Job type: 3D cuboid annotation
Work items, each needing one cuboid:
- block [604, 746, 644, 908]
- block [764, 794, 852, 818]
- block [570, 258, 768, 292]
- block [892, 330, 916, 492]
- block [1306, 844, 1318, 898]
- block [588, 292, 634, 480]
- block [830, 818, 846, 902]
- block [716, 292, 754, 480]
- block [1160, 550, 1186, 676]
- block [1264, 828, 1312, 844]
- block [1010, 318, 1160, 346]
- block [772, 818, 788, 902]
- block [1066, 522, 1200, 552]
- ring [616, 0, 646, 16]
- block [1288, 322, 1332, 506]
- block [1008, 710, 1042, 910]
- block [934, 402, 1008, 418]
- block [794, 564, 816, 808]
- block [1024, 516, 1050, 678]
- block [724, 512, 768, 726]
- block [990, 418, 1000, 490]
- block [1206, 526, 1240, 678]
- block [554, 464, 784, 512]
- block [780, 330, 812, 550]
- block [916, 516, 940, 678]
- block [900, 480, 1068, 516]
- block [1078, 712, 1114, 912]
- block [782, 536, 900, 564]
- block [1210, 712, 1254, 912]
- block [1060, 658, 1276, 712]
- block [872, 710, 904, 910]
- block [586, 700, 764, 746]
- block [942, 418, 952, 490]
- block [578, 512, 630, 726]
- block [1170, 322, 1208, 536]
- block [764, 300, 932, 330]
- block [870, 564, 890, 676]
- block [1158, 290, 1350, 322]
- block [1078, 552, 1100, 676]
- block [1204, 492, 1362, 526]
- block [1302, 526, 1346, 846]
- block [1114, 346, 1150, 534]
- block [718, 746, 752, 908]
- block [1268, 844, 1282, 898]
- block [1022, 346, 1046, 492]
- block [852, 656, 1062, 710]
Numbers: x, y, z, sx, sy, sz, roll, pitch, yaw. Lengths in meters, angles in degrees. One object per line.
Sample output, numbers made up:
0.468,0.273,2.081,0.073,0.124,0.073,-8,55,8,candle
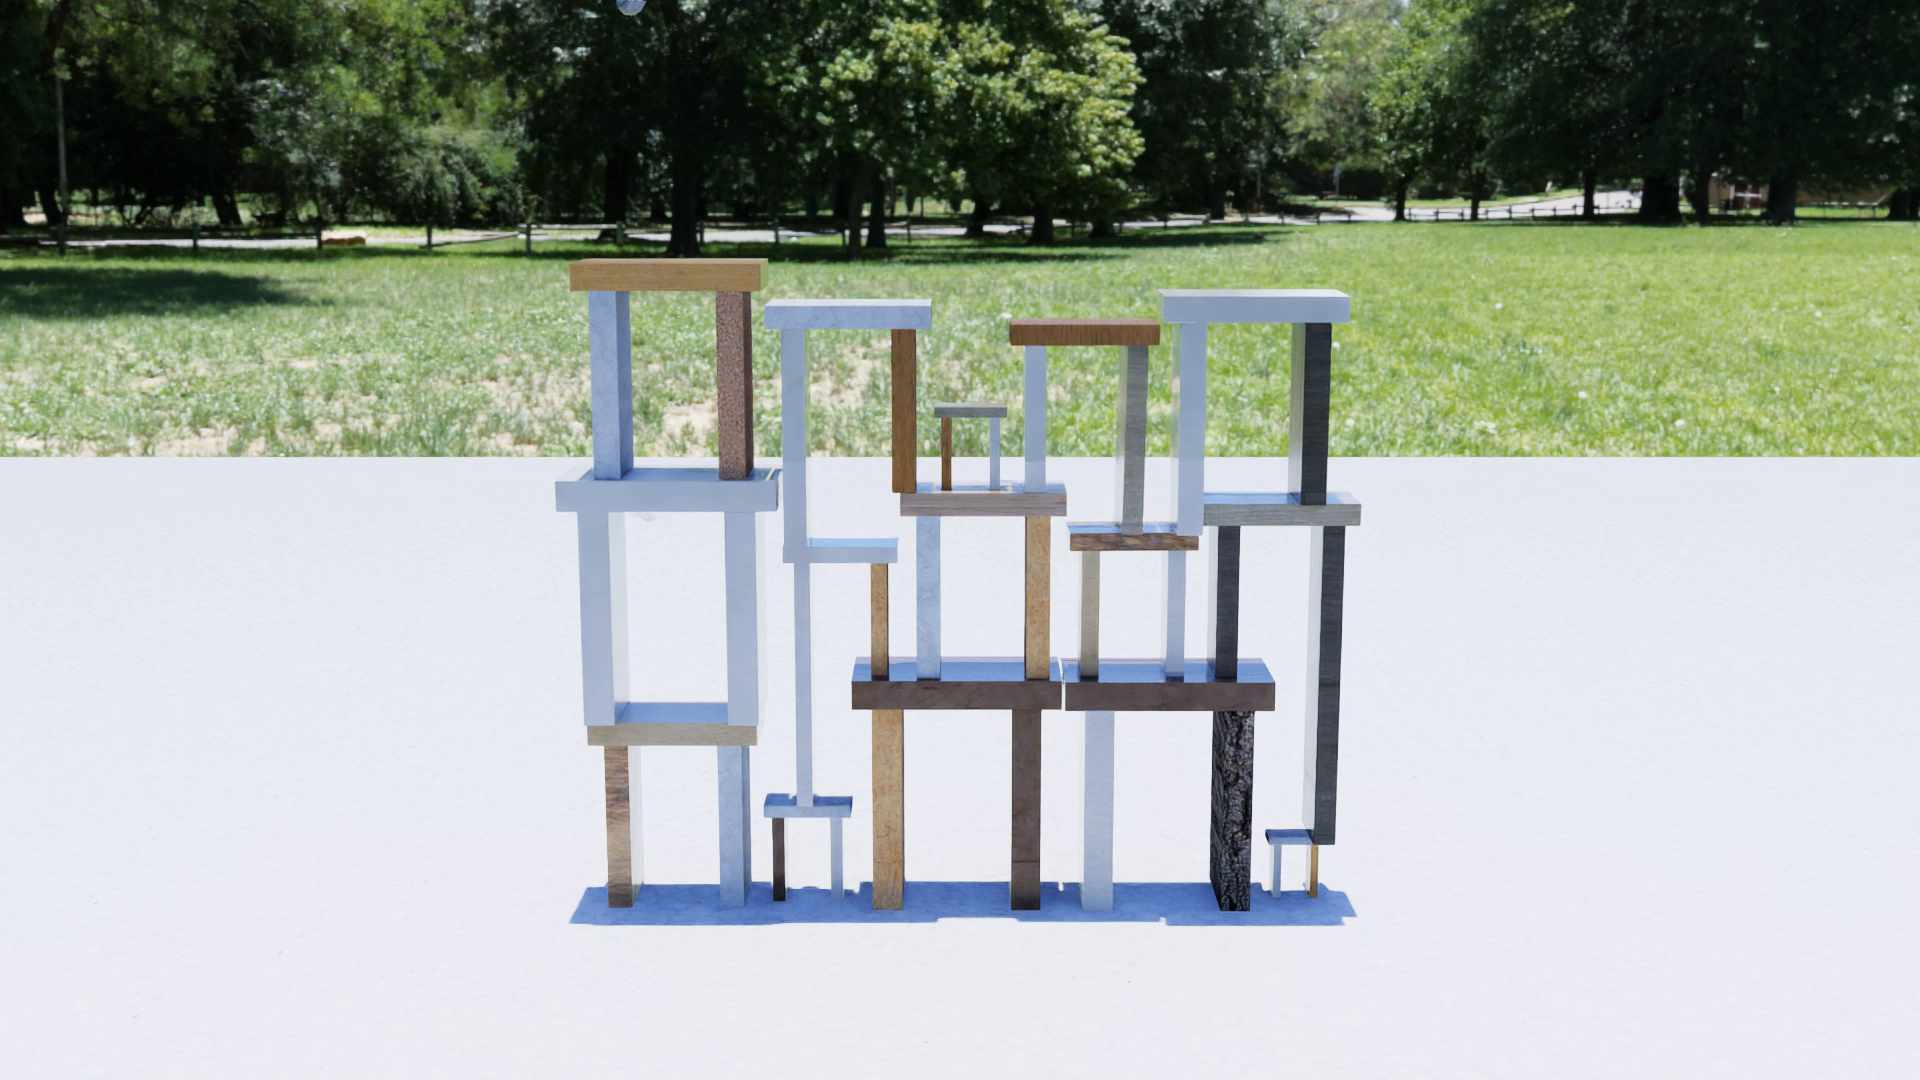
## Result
-0.556,0.455,3.645,0.039,0.275,0.137,0,11,0,block
-0.251,0.439,3.641,0.143,0.020,0.072,0,11,0,block
-0.458,-0.421,3.486,0.296,0.042,0.148,0,11,0,block
-0.089,-0.214,3.522,0.037,0.259,0.130,0,11,0,block
0.586,0.544,3.663,0.013,0.092,0.046,0,11,0,block
-0.557,-0.254,3.517,0.042,0.296,0.148,0,11,0,block
-0.203,0.520,3.656,0.020,0.143,0.072,0,11,0,block
-0.360,-0.255,3.517,0.042,0.296,0.148,0,11,0,block
0.347,0.110,3.584,0.029,0.207,0.103,0,11,0,block
0.556,0.493,3.653,0.092,0.013,0.046,0,11,0,block
0.197,-0.331,3.493,0.233,0.033,0.117,0,11,1,block
-0.298,0.520,3.656,0.020,0.143,0.072,0,11,0,block
0.277,-0.007,3.562,0.207,0.029,0.103,0,11,-1,block
-1.055,-1.788,7.083,0.066,0.197,0.197,3,8,-29,ring
0.558,-0.209,3.516,0.041,0.288,0.144,0,11,0,block
0.107,0.423,3.642,0.048,0.338,0.169,0,11,0,block
0.017,-0.208,3.518,0.116,0.016,0.058,0,11,0,block
-0.254,0.229,3.606,0.026,0.406,0.092,0,11,0,block
0.126,0.081,3.577,0.037,0.265,0.132,0,11,0,block
-0.347,0.111,3.579,0.049,0.347,0.174,0,11,0,block
0.056,-0.142,3.530,0.016,0.116,0.058,0,11,0,block
0.428,0.089,3.577,0.035,0.250,0.125,0,11,0,block
-0.463,-0.084,3.544,0.347,0.049,0.174,0,11,0,block
-0.262,-0.169,3.530,0.037,0.351,0.130,0,11,0,block
-0.051,0.081,3.577,0.037,0.265,0.132,0,11,0,block
0.037,-0.068,3.549,0.265,0.037,0.132,0,11,0,block
0.224,0.425,3.638,0.048,0.337,0.168,0,11,0,block
-0.192,0.016,3.567,0.185,0.026,0.092,0,11,0,block
0.449,0.425,3.638,0.048,0.337,0.168,0,11,0,block
0.337,0.236,3.602,0.337,0.048,0.168,0,11,0,block
-0.118,0.423,3.642,0.048,0.338,0.169,0,11,0,block
-0.464,0.301,3.616,0.275,0.039,0.137,0,11,0,block
-0.022,-0.142,3.530,0.016,0.116,0.058,0,11,0,block
-0.579,0.111,3.580,0.049,0.347,0.174,0,11,0,block
0.365,-0.186,3.524,0.041,0.337,0.144,0,11,1,block
-0.175,-0.359,3.495,0.259,0.037,0.130,0,11,0,block
-0.131,0.120,3.586,0.026,0.185,0.092,0,11,0,block
0.463,-0.371,3.487,0.288,0.041,0.144,0,11,1,block
0.209,0.110,3.583,0.029,0.207,0.104,0,11,0,block
0.512,-0.051,3.551,0.250,0.035,0.125,0,11,0,block
0.595,0.226,3.603,0.035,0.530,0.125,0,11,0,block
0.273,-0.167,3.522,0.033,0.300,0.117,0,11,-3,block
-0.373,0.455,3.645,0.039,0.275,0.137,0,11,0,block
0.525,0.544,3.663,0.013,0.092,0.046,0,11,0,block
0.119,-0.200,3.519,0.033,0.233,0.117,0,11,0,block
-0.005,0.234,3.607,0.338,0.048,0.169,0,11,0,block
